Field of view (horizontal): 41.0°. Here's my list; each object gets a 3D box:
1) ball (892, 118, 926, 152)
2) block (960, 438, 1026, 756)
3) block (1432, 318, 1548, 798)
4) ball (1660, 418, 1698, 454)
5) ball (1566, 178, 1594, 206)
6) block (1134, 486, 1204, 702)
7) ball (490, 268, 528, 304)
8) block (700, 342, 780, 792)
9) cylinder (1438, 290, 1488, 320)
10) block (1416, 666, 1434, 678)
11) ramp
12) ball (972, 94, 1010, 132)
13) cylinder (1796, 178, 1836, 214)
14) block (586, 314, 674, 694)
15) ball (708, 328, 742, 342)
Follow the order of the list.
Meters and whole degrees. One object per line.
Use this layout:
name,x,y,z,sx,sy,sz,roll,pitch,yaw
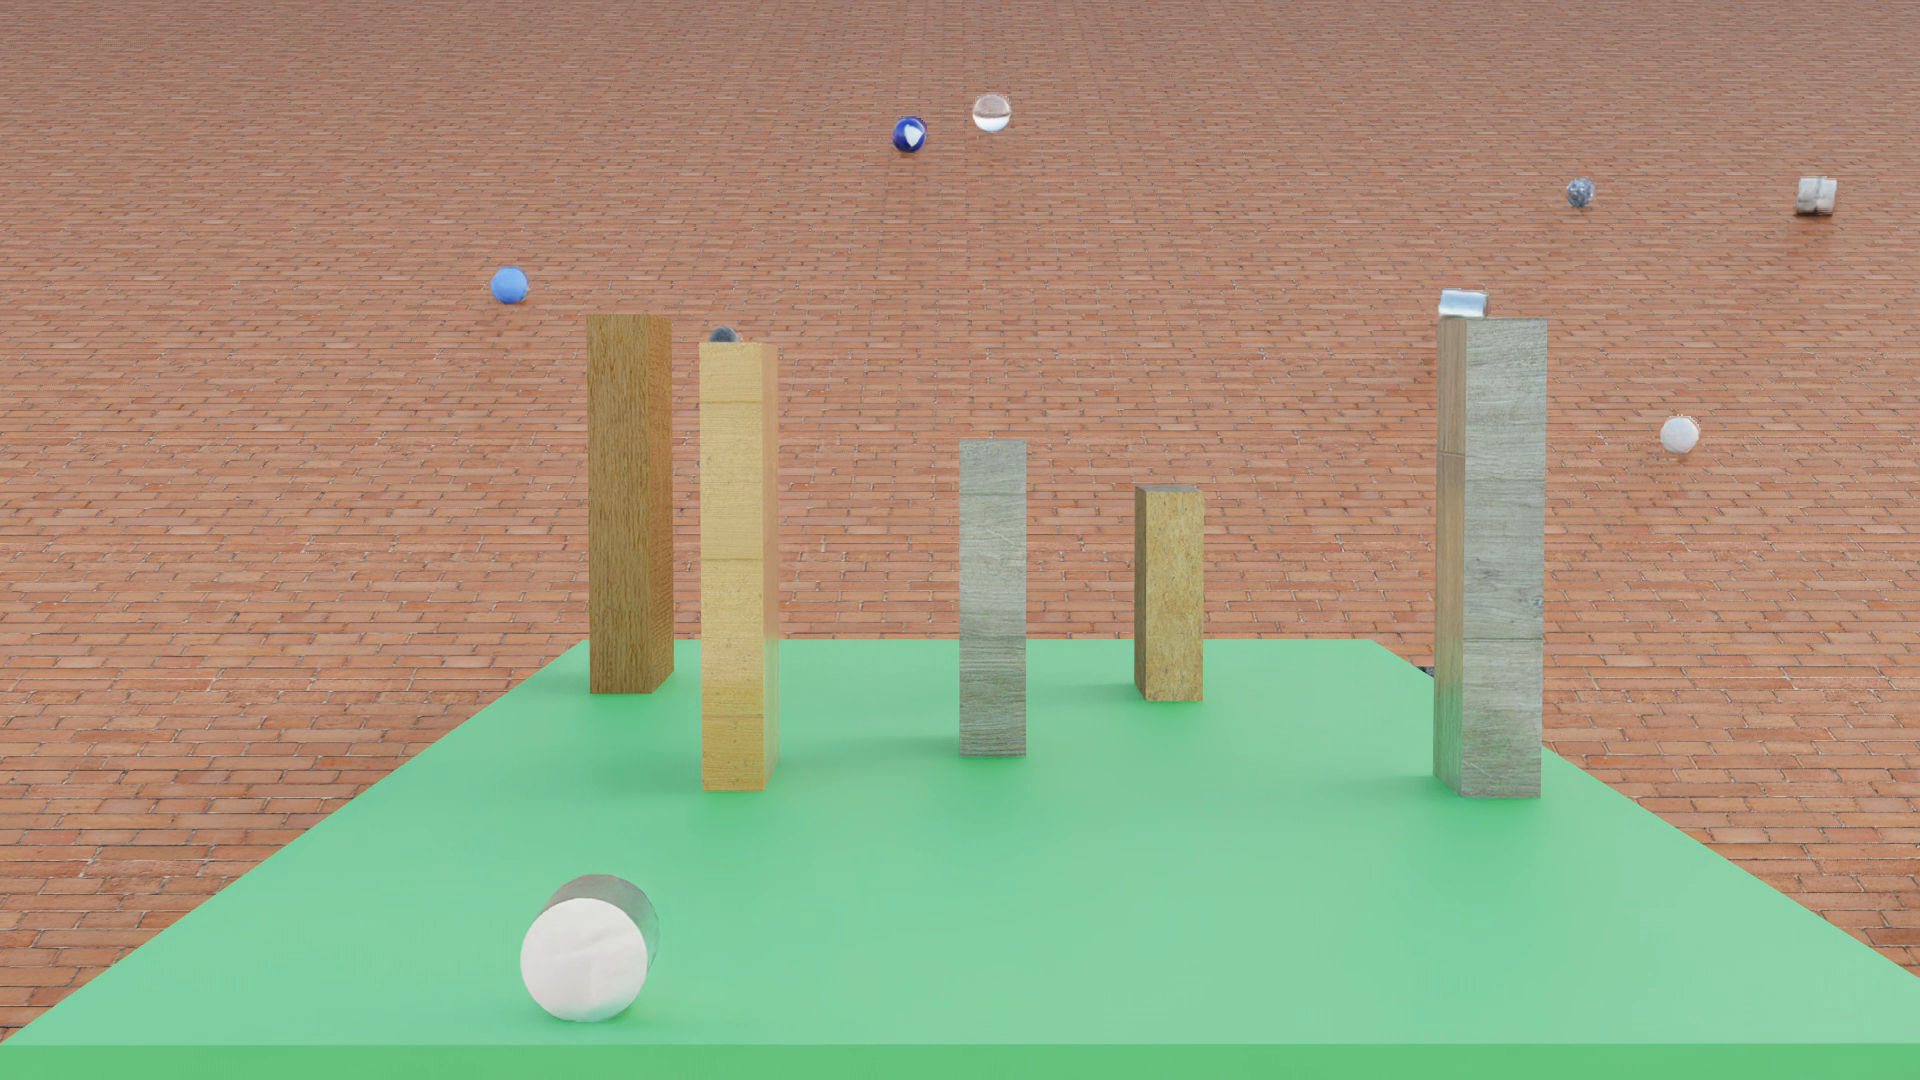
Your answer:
ball,-0.253,-2.006,12.727,0.168,0.168,0.168,0,20,0
block,0.057,0.096,4.594,0.116,0.550,0.265,0,4,0
block,0.850,0.022,4.133,0.125,0.752,0.241,0,4,0
ball,2.308,-0.336,8.241,0.117,0.117,0.117,0,20,0
ball,2.802,-1.570,11.599,0.126,0.126,0.126,0,20,0
block,0.438,0.105,5.416,0.117,0.429,0.340,0,4,0
ball,-1.753,-0.989,9.989,0.141,0.141,0.141,0,20,0
block,-0.363,0.033,4.269,0.098,0.715,0.371,0,4,0
cylinder,1.875,-0.843,9.562,0.160,0.160,0.160,7,21,19
block,1.118,0.388,6.259,0.121,0.121,0.121,2,20,6
ramp,0.047,0.425,4.533,2.000,0.100,4.000,0,4,0
ball,0.162,-2.194,13.207,0.191,0.191,0.191,0,20,0
cylinder,3.814,-1.530,11.440,0.156,0.156,0.156,5,21,21
block,-0.712,-0.087,5.580,0.130,0.794,0.429,0,4,0
ball,-0.848,-0.704,9.237,0.123,0.123,0.123,0,20,0
